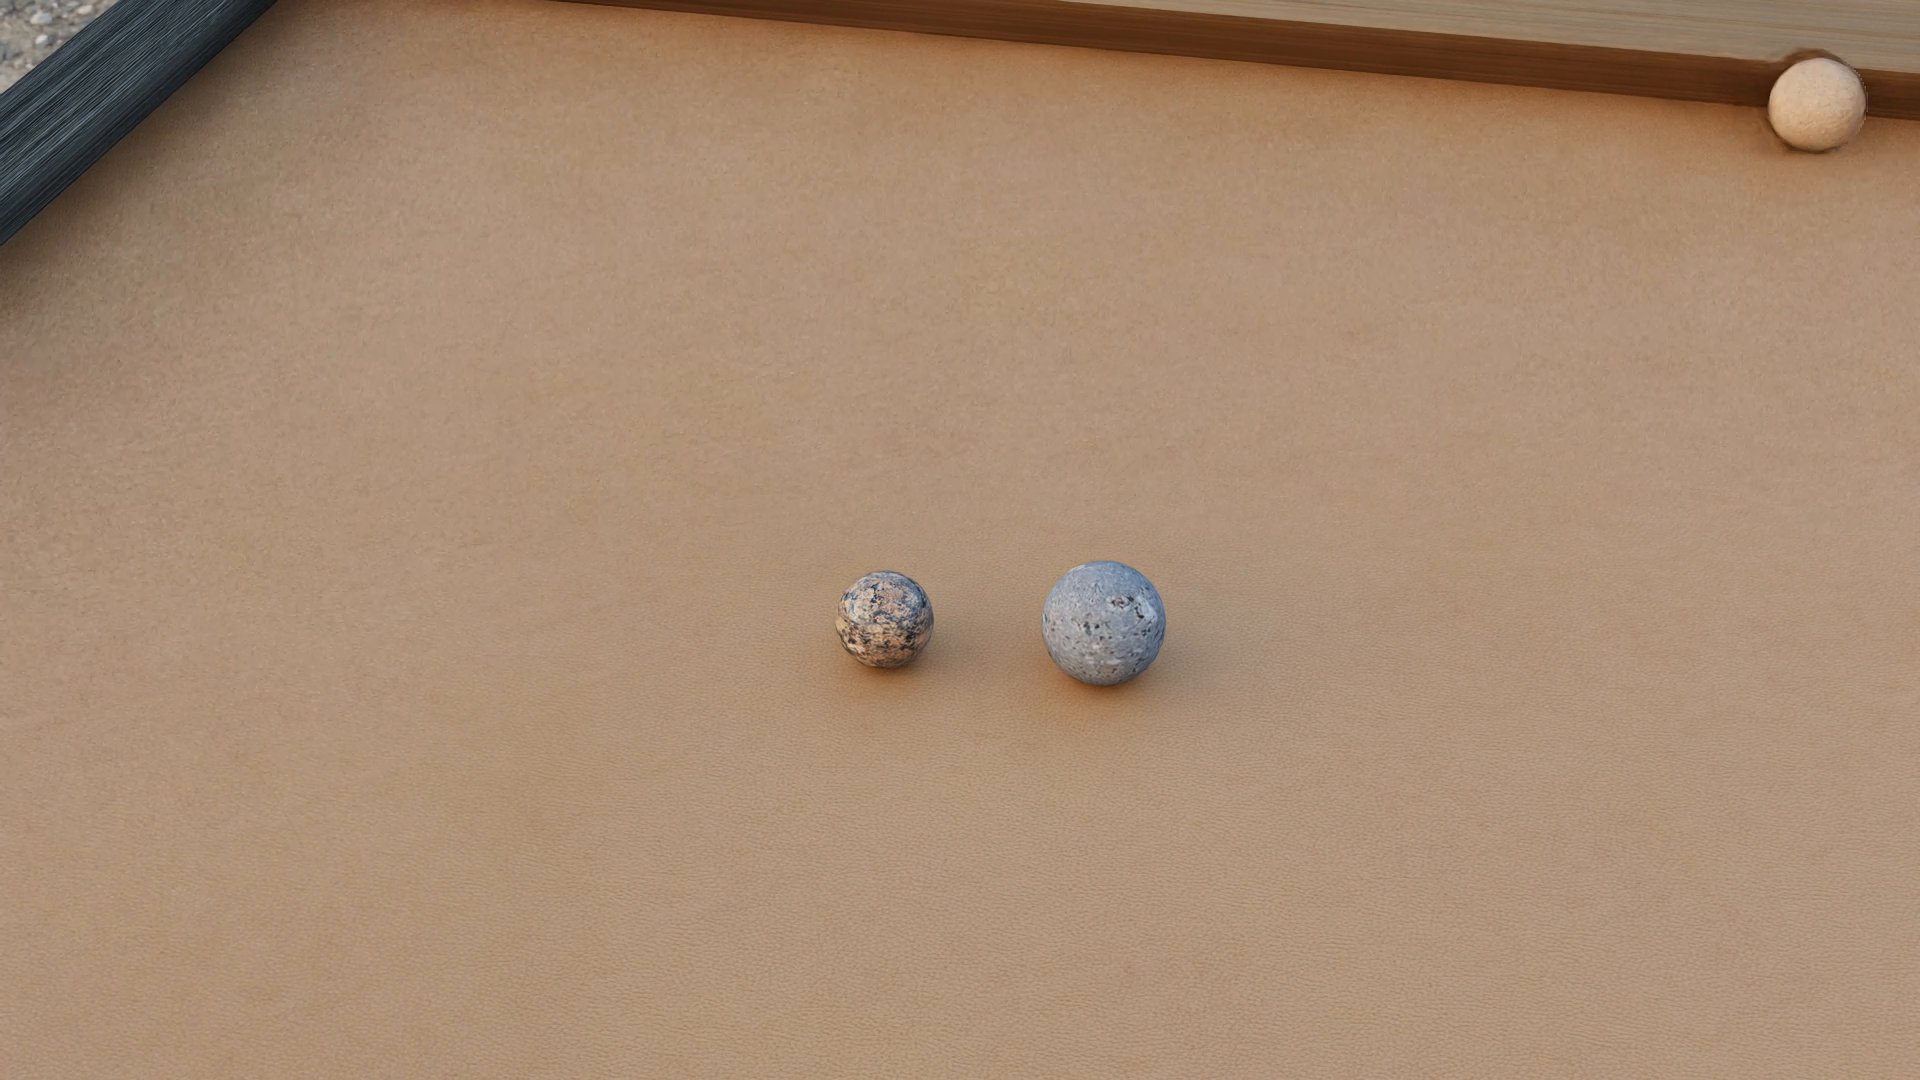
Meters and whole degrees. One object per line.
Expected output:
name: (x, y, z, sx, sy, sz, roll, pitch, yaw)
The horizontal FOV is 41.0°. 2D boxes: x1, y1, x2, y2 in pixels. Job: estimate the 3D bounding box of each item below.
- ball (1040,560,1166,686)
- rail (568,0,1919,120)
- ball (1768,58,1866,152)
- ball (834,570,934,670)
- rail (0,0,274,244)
ball: (0.100, 0.058, 1.795, 0.088, 0.088, 0.088, 0, 34, 0)
rail: (1.162, -0.437, 2.485, 3.908, 0.126, 0.045, 7, 35, 10)
ball: (0.835, -0.424, 2.500, 0.090, 0.090, 0.090, 0, 34, 0)
ball: (-0.053, 0.056, 1.813, 0.070, 0.070, 0.070, 0, 34, 0)
rail: (-0.931, -0.133, 2.040, 0.045, 0.126, 1.994, 7, 35, 10)
